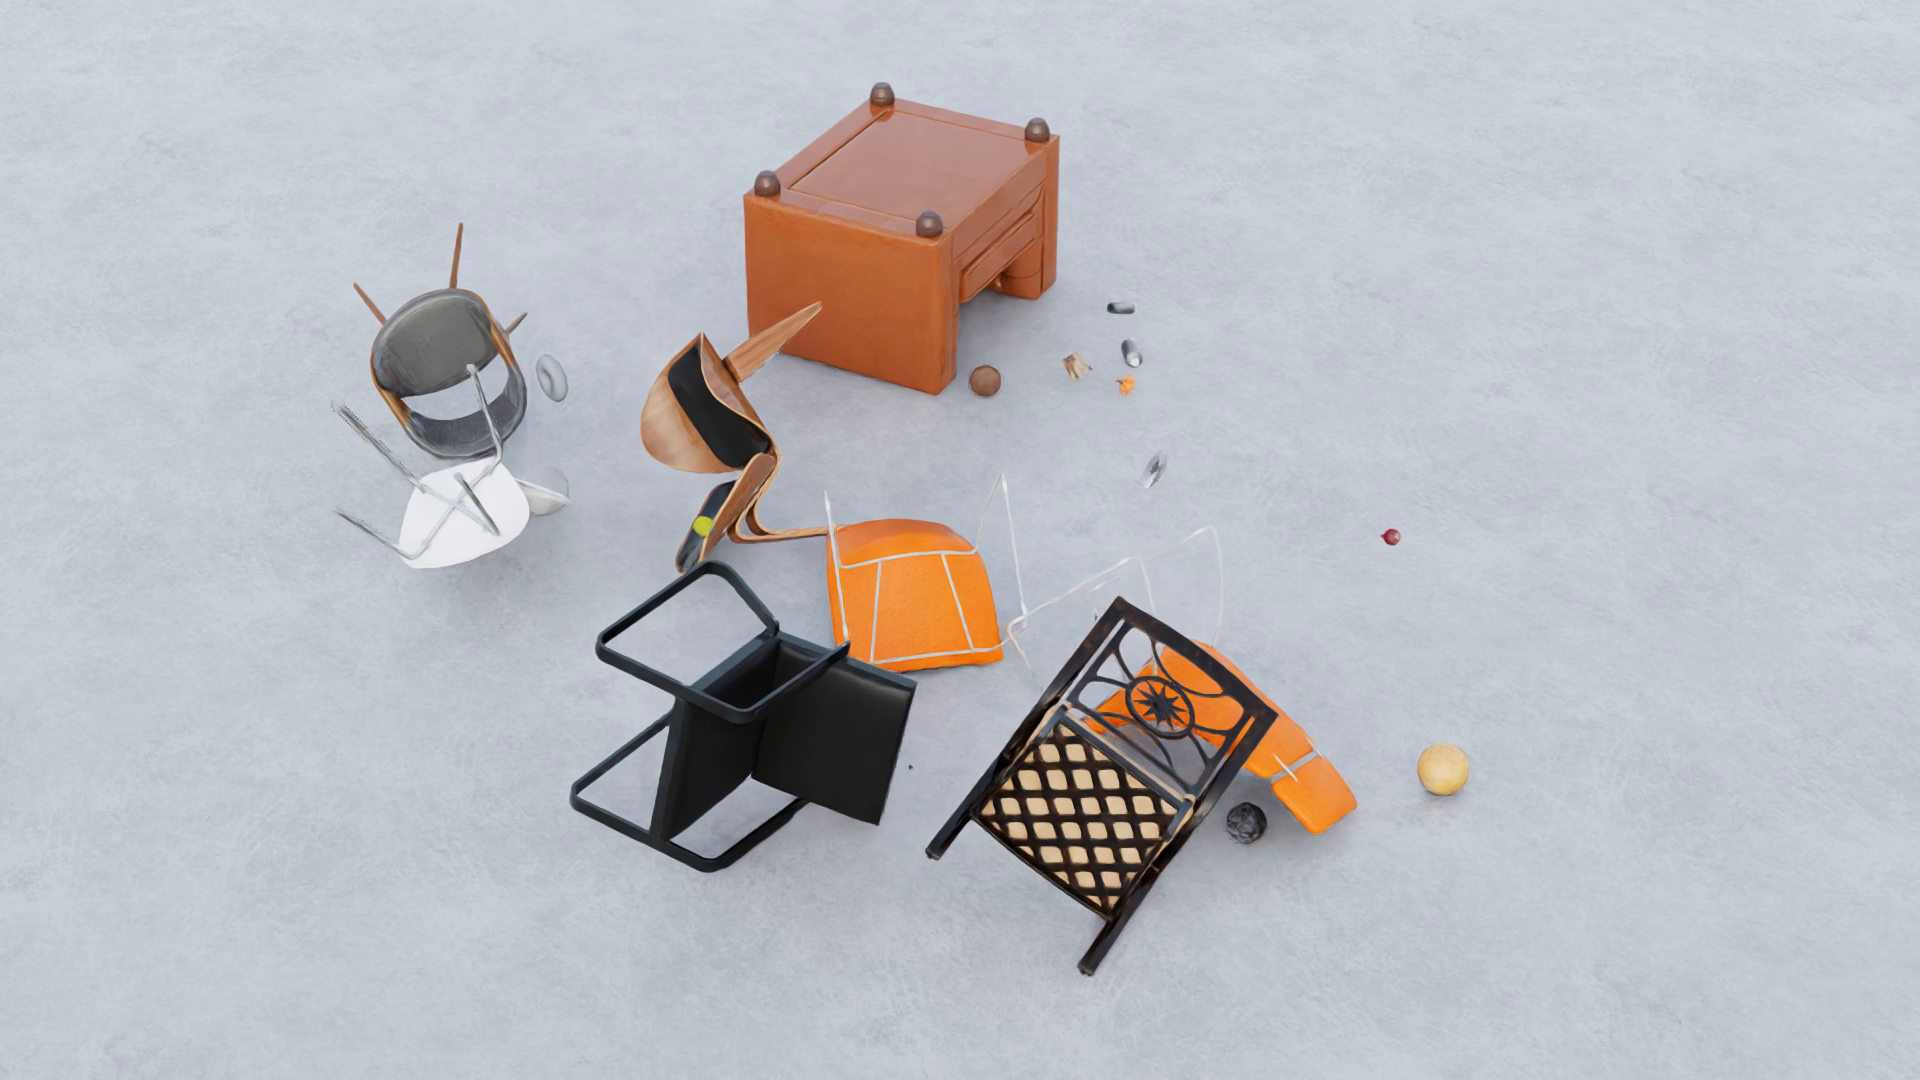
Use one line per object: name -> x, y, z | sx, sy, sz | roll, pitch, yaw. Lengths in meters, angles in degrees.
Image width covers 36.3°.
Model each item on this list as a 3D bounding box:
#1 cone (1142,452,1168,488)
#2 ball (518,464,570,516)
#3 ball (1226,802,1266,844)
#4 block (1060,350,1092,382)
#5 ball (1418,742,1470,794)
cone -> 0.749, -0.270, 11.175 | 0.071, 0.156, 0.147 | 29, 0, -2
ball -> -1.568, -0.189, 11.058 | 0.191, 0.191, 0.191 | 0, 33, 0
ball -> 0.922, 0.911, 9.442 | 0.131, 0.131, 0.131 | 0, 33, 0
block -> 0.472, -0.708, 11.881 | 0.066, 0.095, 0.075 | -28, 5, 31
ball -> 1.591, 0.752, 9.647 | 0.172, 0.172, 0.172 | 0, 33, 0
